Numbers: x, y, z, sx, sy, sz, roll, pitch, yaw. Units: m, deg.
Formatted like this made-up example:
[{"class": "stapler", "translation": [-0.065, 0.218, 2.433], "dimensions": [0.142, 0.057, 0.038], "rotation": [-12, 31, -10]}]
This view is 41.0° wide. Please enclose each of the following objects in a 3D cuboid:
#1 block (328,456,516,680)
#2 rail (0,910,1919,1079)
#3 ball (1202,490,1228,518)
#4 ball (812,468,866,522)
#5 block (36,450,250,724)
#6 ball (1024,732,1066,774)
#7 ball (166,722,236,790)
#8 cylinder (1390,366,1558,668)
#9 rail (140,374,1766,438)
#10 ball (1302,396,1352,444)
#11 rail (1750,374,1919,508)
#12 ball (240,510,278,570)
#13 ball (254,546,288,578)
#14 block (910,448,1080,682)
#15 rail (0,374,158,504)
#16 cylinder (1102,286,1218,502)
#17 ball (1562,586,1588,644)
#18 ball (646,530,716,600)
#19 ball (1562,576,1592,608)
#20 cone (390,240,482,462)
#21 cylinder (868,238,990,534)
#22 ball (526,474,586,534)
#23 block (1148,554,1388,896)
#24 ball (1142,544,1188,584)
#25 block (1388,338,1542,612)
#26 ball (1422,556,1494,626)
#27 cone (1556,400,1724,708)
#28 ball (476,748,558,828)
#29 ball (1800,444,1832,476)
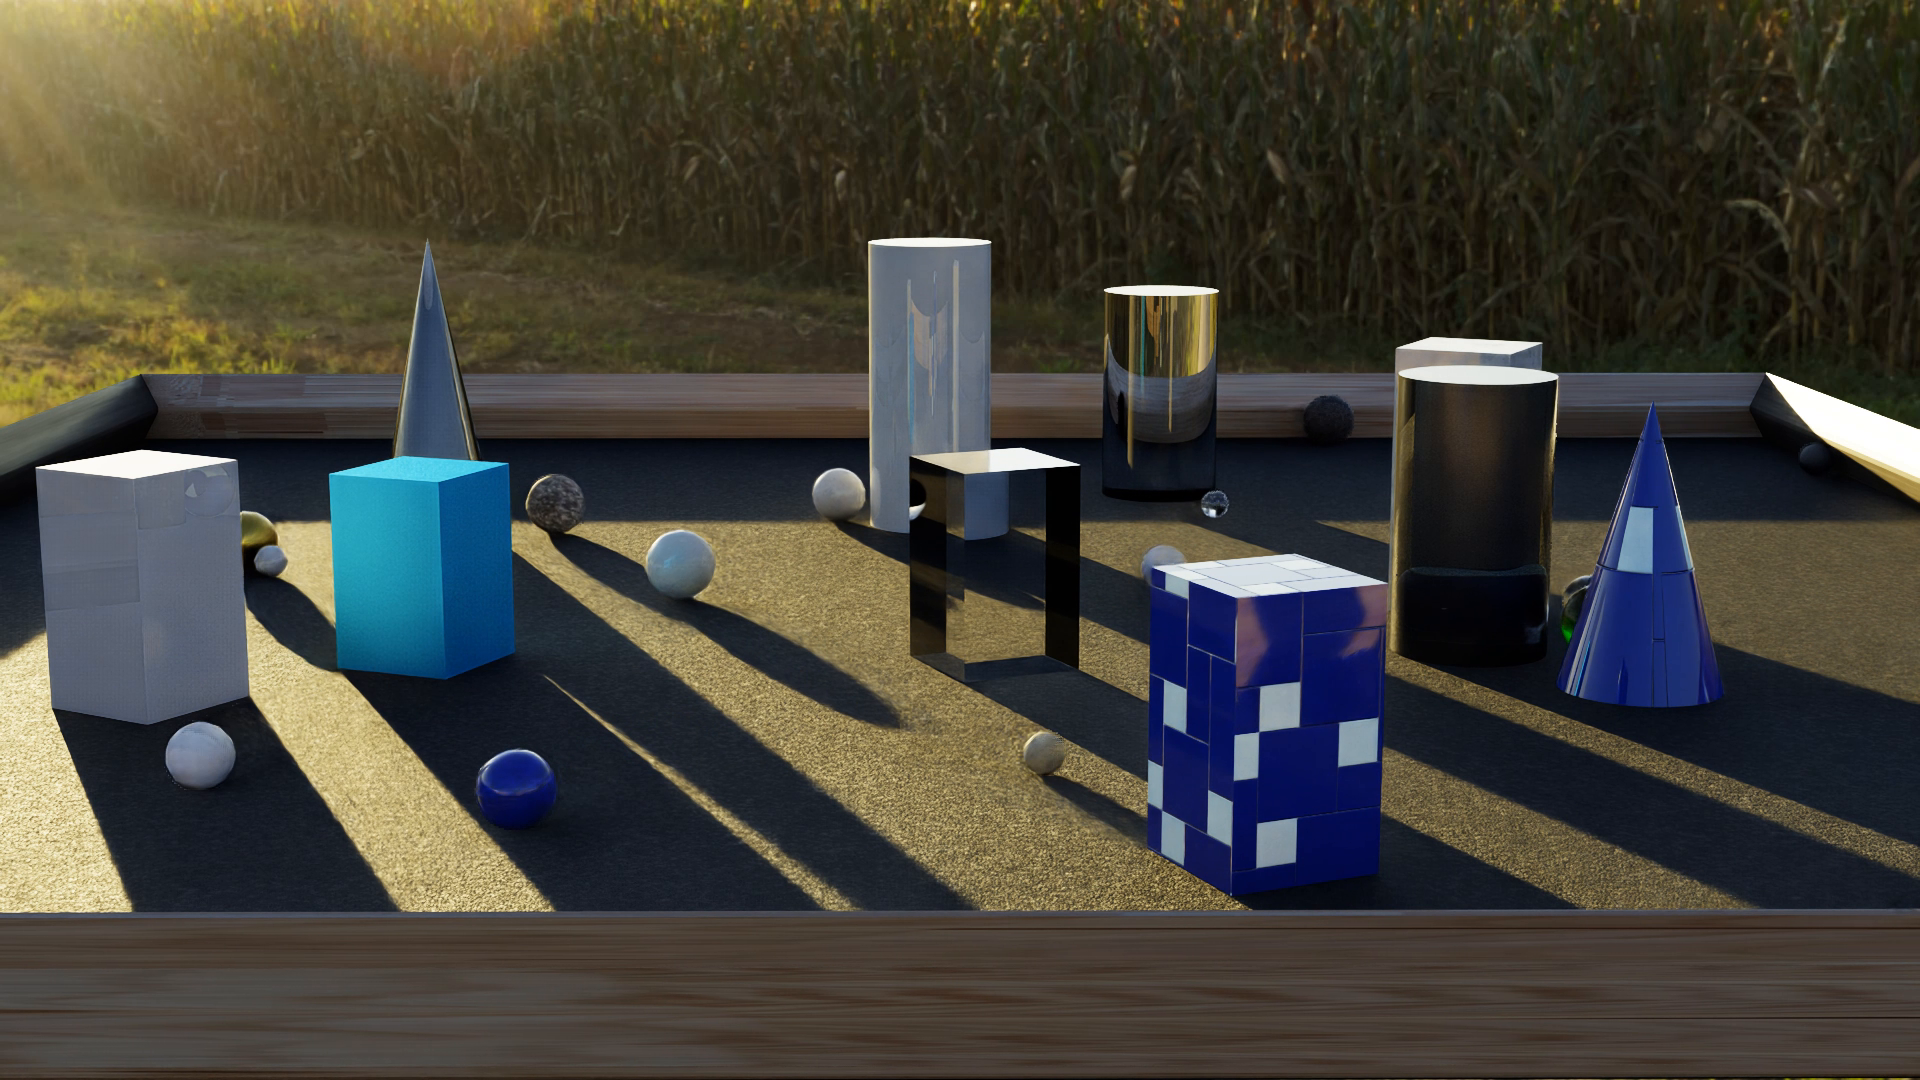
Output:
[{"class": "block", "translation": [-0.659, 0.031, 3.152], "dimensions": [0.155, 0.240, 0.155], "rotation": [4, 11, 22]}, {"class": "rail", "translation": [0.009, 0.325, 1.873], "dimensions": [3.195, 0.126, 0.045], "rotation": [0, 11, 0]}, {"class": "ball", "translation": [0.414, -0.058, 4.164], "dimensions": [0.044, 0.044, 0.044], "rotation": [0, 11, 0]}, {"class": "ball", "translation": [-0.194, -0.072, 4.129], "dimensions": [0.085, 0.085, 0.085], "rotation": [0, 11, 0]}, {"class": "block", "translation": [-0.935, 0.050, 2.941], "dimensions": [0.155, 0.278, 0.155], "rotation": [6, 12, 29]}, {"class": "ball", "translation": [0.088, 0.221, 2.662], "dimensions": [0.044, 0.044, 0.044], "rotation": [0, 11, 0]}, {"class": "ball", "translation": [-0.772, 0.219, 2.607], "dimensions": [0.068, 0.068, 0.068], "rotation": [0, 11, 0]}, {"class": "cylinder", "translation": [0.640, -0.033, 3.199], "dimensions": [0.194, 0.348, 0.194], "rotation": [0, 11, 0]}, {"class": "rail", "translation": [-0.009, -0.260, 5.025], "dimensions": [3.195, 0.126, 0.045], "rotation": [0, 11, 0]}, {"class": "ball", "translation": [0.712, -0.232, 4.965], "dimensions": [0.095, 0.095, 0.095], "rotation": [0, 11, 0]}, {"class": "rail", "translation": [1.574, 0.031, 3.458], "dimensions": [0.045, 0.126, 3.253], "rotation": [0, 11, 0]}, {"class": "ball", "translation": [-1.036, 0.001, 3.728], "dimensions": [0.087, 0.087, 0.087], "rotation": [0, 11, 0]}, {"class": "ball", "translation": [-0.990, 0.030, 3.685], "dimensions": [0.046, 0.046, 0.046], "rotation": [0, 11, 0]}, {"class": "block", "translation": [0.041, 0.027, 3.137], "dimensions": [0.155, 0.252, 0.155], "rotation": [-5, 12, -25]}, {"class": "rail", "translation": [-1.574, 0.034, 3.440], "dimensions": [0.045, 0.126, 3.253], "rotation": [0, 11, 0]}, {"class": "cylinder", "translation": [0.341, -0.252, 4.377], "dimensions": [0.194, 0.347, 0.194], "rotation": [0, 11, 0]}, {"class": "ball", "translation": [0.790, 0.102, 3.160], "dimensions": [0.097, 0.097, 0.097], "rotation": [0, 11, 0]}, {"class": "ball", "translation": [-0.385, 0.034, 3.528], "dimensions": [0.095, 0.095, 0.095], "rotation": [0, 11, 0]}, {"class": "ball", "translation": [0.822, 0.081, 3.353], "dimensions": [0.069, 0.069, 0.069], "rotation": [0, 11, 0]}, {"class": "cone", "translation": [-0.796, -0.222, 3.878], "dimensions": [0.194, 0.470, 0.194], "rotation": [0, 11, 0]}, {"class": "cylinder", "translation": [-0.048, -0.248, 4.078], "dimensions": [0.194, 0.449, 0.194], "rotation": [0, 11, 0]}, {"class": "ball", "translation": [-0.633, -0.056, 4.022], "dimensions": [0.092, 0.092, 0.092], "rotation": [0, 11, 0]}, {"class": "block", "translation": [0.279, 0.164, 2.351], "dimensions": [0.155, 0.270, 0.155], "rotation": [-5, 12, -24]}, {"class": "ball", "translation": [0.286, 0.039, 3.587], "dimensions": [0.065, 0.065, 0.065], "rotation": [0, 11, 0]}, {"class": "block", "translation": [0.681, -0.085, 3.459], "dimensions": [0.155, 0.355, 0.155], "rotation": [5, 12, 27]}, {"class": "ball", "translation": [0.651, 0.067, 3.362], "dimensions": [0.092, 0.092, 0.092], "rotation": [0, 11, 0]}, {"class": "cone", "translation": [0.804, 0.006, 3.006], "dimensions": [0.194, 0.342, 0.194], "rotation": [0, 11, 0]}, {"class": "ball", "translation": [-0.427, 0.240, 2.473], "dimensions": [0.077, 0.077, 0.077], "rotation": [0, 11, 0]}, {"class": "ball", "translation": [1.533, -0.144, 4.597], "dimensions": [0.056, 0.056, 0.056], "rotation": [0, 11, 0]}]
